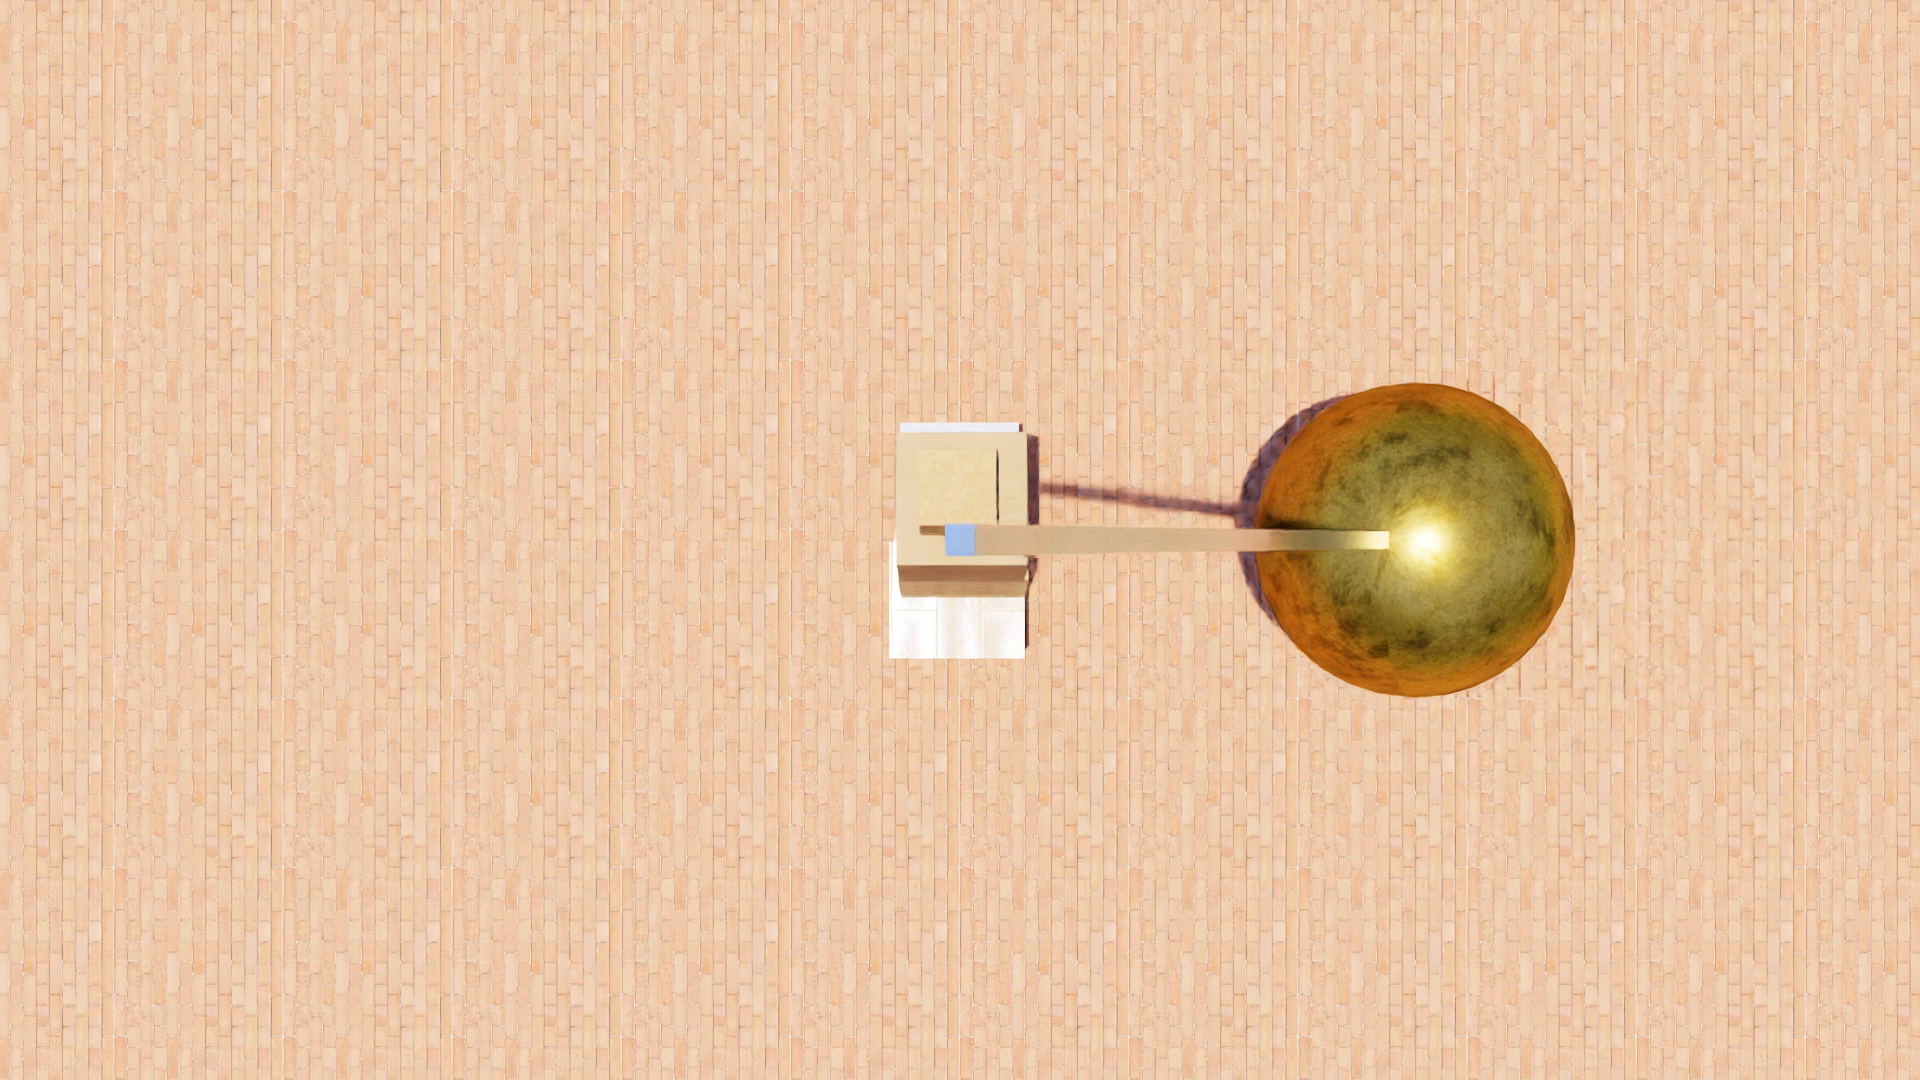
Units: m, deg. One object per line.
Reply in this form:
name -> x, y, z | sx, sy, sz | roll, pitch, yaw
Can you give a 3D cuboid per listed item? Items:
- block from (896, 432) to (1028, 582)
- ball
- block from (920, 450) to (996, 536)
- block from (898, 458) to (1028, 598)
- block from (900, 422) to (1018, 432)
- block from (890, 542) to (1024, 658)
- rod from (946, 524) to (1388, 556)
block -> 0.008, -0.162, 11.281 | 0.653, 0.591, 0.674 | 0, 81, 0
ball -> 2.295, 0.000, 11.152 | 1.600, 1.600, 1.600 | 0, 90, 0
block -> -0.012, -0.231, 10.846 | 0.375, 0.291, 0.372 | 0, 81, 0
block -> 0.016, -0.057, 11.926 | 0.687, 0.716, 0.652 | 0, 81, 0
block -> -0.003, -0.330, 12.687 | 0.668, 0.625, 0.660 | 0, 90, 0
block -> -0.017, 0.335, 12.639 | 0.753, 0.722, 0.649 | 0, 90, 0
rod -> 0.994, 0.000, 8.011 | 0.080, 5.200, 0.080 | 0, 90, 22
